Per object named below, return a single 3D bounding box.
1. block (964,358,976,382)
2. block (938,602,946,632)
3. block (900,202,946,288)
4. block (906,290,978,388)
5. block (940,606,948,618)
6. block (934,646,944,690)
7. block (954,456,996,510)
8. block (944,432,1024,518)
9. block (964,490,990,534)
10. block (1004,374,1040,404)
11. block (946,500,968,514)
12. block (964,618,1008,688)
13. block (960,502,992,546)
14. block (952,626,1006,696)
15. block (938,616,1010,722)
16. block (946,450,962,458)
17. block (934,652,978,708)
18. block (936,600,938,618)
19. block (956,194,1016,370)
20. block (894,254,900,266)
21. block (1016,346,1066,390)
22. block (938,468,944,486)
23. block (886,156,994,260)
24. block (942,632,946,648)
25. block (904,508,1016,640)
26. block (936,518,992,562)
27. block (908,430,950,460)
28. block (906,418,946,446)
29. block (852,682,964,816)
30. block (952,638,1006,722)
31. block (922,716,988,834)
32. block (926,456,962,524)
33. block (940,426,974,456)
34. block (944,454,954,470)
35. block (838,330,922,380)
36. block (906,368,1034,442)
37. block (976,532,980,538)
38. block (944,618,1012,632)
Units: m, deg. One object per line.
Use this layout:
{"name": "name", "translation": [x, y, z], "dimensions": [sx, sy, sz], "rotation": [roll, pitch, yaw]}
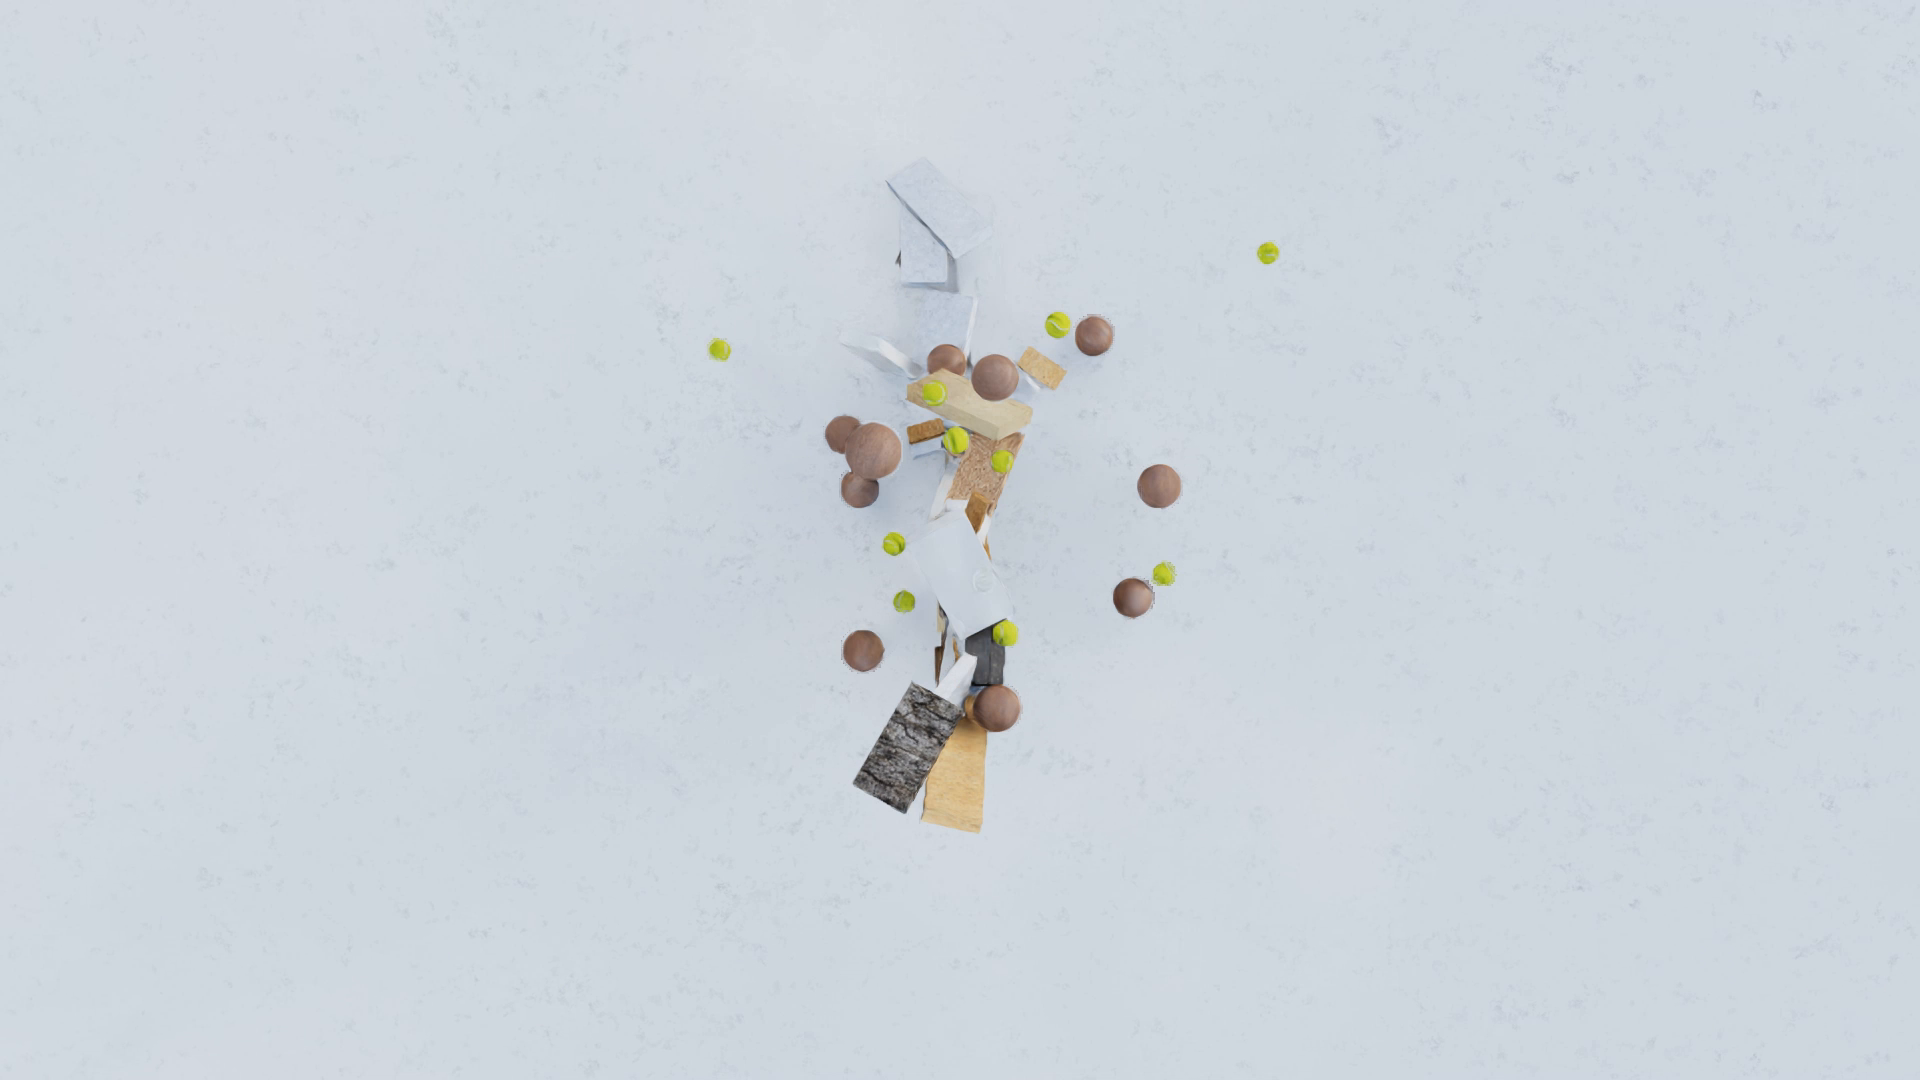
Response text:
{"name": "block", "translation": [-0.001, -0.566, 5.485], "dimensions": [0.077, 0.022, 0.154], "rotation": [-17, 91, -10]}
{"name": "block", "translation": [0.005, 0.135, 5.169], "dimensions": [0.153, 0.043, 0.306], "rotation": [0, 90, 0]}
{"name": "block", "translation": [-0.121, -0.988, 5.455], "dimensions": [0.150, 0.042, 0.300], "rotation": [-1, 81, 0]}
{"name": "block", "translation": [-0.059, -0.640, 5.440], "dimensions": [0.173, 0.049, 0.347], "rotation": [12, 93, 18]}
{"name": "block", "translation": [0.007, 0.136, 5.011], "dimensions": [0.145, 0.291, 0.041], "rotation": [-4, 120, 0]}
{"name": "block", "translation": [0.009, 0.408, 4.889], "dimensions": [0.168, 0.453, 0.048], "rotation": [4, 102, -3]}
{"name": "block", "translation": [0.049, -0.195, 5.376], "dimensions": [0.109, 0.031, 0.218], "rotation": [6, 53, -22]}
{"name": "block", "translation": [0.074, -0.214, 5.036], "dimensions": [0.146, 0.041, 0.293], "rotation": [25, 103, 11]}
{"name": "block", "translation": [0.044, -0.078, 4.624], "dimensions": [0.057, 0.016, 0.113], "rotation": [35, 131, 16]}
{"name": "block", "translation": [0.175, -0.455, 5.419], "dimensions": [0.072, 0.020, 0.216], "rotation": [48, 133, 0]}
{"name": "block", "translation": [0.008, -0.067, 4.940], "dimensions": [0.097, 0.194, 0.028], "rotation": [1, 65, 1]}
{"name": "block", "translation": [0.070, 0.297, 4.566], "dimensions": [0.110, 0.031, 0.220], "rotation": [3, 68, 3]}
{"name": "block", "translation": [0.028, -0.026, 4.764], "dimensions": [0.097, 0.194, 0.028], "rotation": [29, 123, -8]}
{"name": "block", "translation": [0.052, 0.319, 4.592], "dimensions": [0.110, 0.031, 0.220], "rotation": [-12, 67, -3]}
{"name": "block", "translation": [0.037, 0.333, 4.670], "dimensions": [0.168, 0.048, 0.337], "rotation": [9, 71, 1]}
{"name": "block", "translation": [0.018, -0.290, 5.351], "dimensions": [0.072, 0.143, 0.020], "rotation": [17, 108, 20]}
{"name": "block", "translation": [-0.036, 0.429, 4.376], "dimensions": [0.042, 0.294, 0.147], "rotation": [21, 117, 12]}
{"name": "block", "translation": [0.003, 0.204, 5.345], "dimensions": [0.153, 0.306, 0.043], "rotation": [1, 98, 0]}
{"name": "block", "translation": [0.069, -0.857, 5.469], "dimensions": [0.146, 0.041, 0.562], "rotation": [-9, 88, -1]}
{"name": "block", "translation": [-0.162, -0.964, 5.484], "dimensions": [0.062, 0.017, 0.123], "rotation": [25, 83, 2]}
{"name": "block", "translation": [0.272, -0.571, 5.489], "dimensions": [0.154, 0.022, 0.077], "rotation": [35, 90, 0]}
{"name": "block", "translation": [-0.013, -0.158, 5.411], "dimensions": [0.109, 0.218, 0.031], "rotation": [-3, 134, 0]}
{"name": "block", "translation": [-0.070, -1.081, 5.345], "dimensions": [0.150, 0.042, 0.440], "rotation": [-34, 53, -5]}
{"name": "block", "translation": [-0.004, 0.354, 5.270], "dimensions": [0.107, 0.030, 0.214], "rotation": [0, 90, 0]}
{"name": "block", "translation": [0.003, 0.094, 4.461], "dimensions": [0.173, 0.049, 0.349], "rotation": [-27, 121, 3]}
{"name": "block", "translation": [0.015, 0.048, 4.994], "dimensions": [0.145, 0.041, 0.291], "rotation": [-3, 46, -7]}
{"name": "block", "translation": [-0.094, -0.317, 5.470], "dimensions": [0.143, 0.020, 0.072], "rotation": [-15, 55, 1]}
{"name": "block", "translation": [-0.113, -0.361, 5.477], "dimensions": [0.123, 0.017, 0.062], "rotation": [-16, 60, 0]}
{"name": "block", "translation": [-0.128, 0.515, 4.089], "dimensions": [0.147, 0.042, 0.294], "rotation": [28, 76, 11]}
{"name": "block", "translation": [0.053, 0.381, 4.601], "dimensions": [0.110, 0.031, 0.237], "rotation": [-9, 67, -5]}
{"name": "block", "translation": [-0.009, 0.600, 4.337], "dimensions": [0.147, 0.562, 0.042], "rotation": [13, 109, -2]}
{"name": "block", "translation": [-0.011, -0.099, 5.192], "dimensions": [0.145, 0.041, 0.391], "rotation": [11, 50, 10]}
{"name": "block", "translation": [0.049, -0.317, 5.342], "dimensions": [0.146, 0.293, 0.041], "rotation": [18, 106, 12]}
{"name": "block", "translation": [-0.010, -0.258, 5.448], "dimensions": [0.077, 0.022, 0.154], "rotation": [4, 56, 0]}
{"name": "block", "translation": [-0.255, -0.598, 5.326], "dimensions": [0.150, 0.300, 0.042], "rotation": [17, 85, 27]}
{"name": "block", "translation": [0.028, -0.409, 4.964], "dimensions": [0.347, 0.173, 0.049], "rotation": [27, 127, 29]}
{"name": "block", "translation": [0.029, -0.031, 4.713], "dimensions": [0.057, 0.113, 0.016], "rotation": [30, 114, -8]}
{"name": "block", "translation": [0.050, 0.248, 4.901], "dimensions": [0.168, 0.337, 0.048], "rotation": [-4, 84, -4]}
